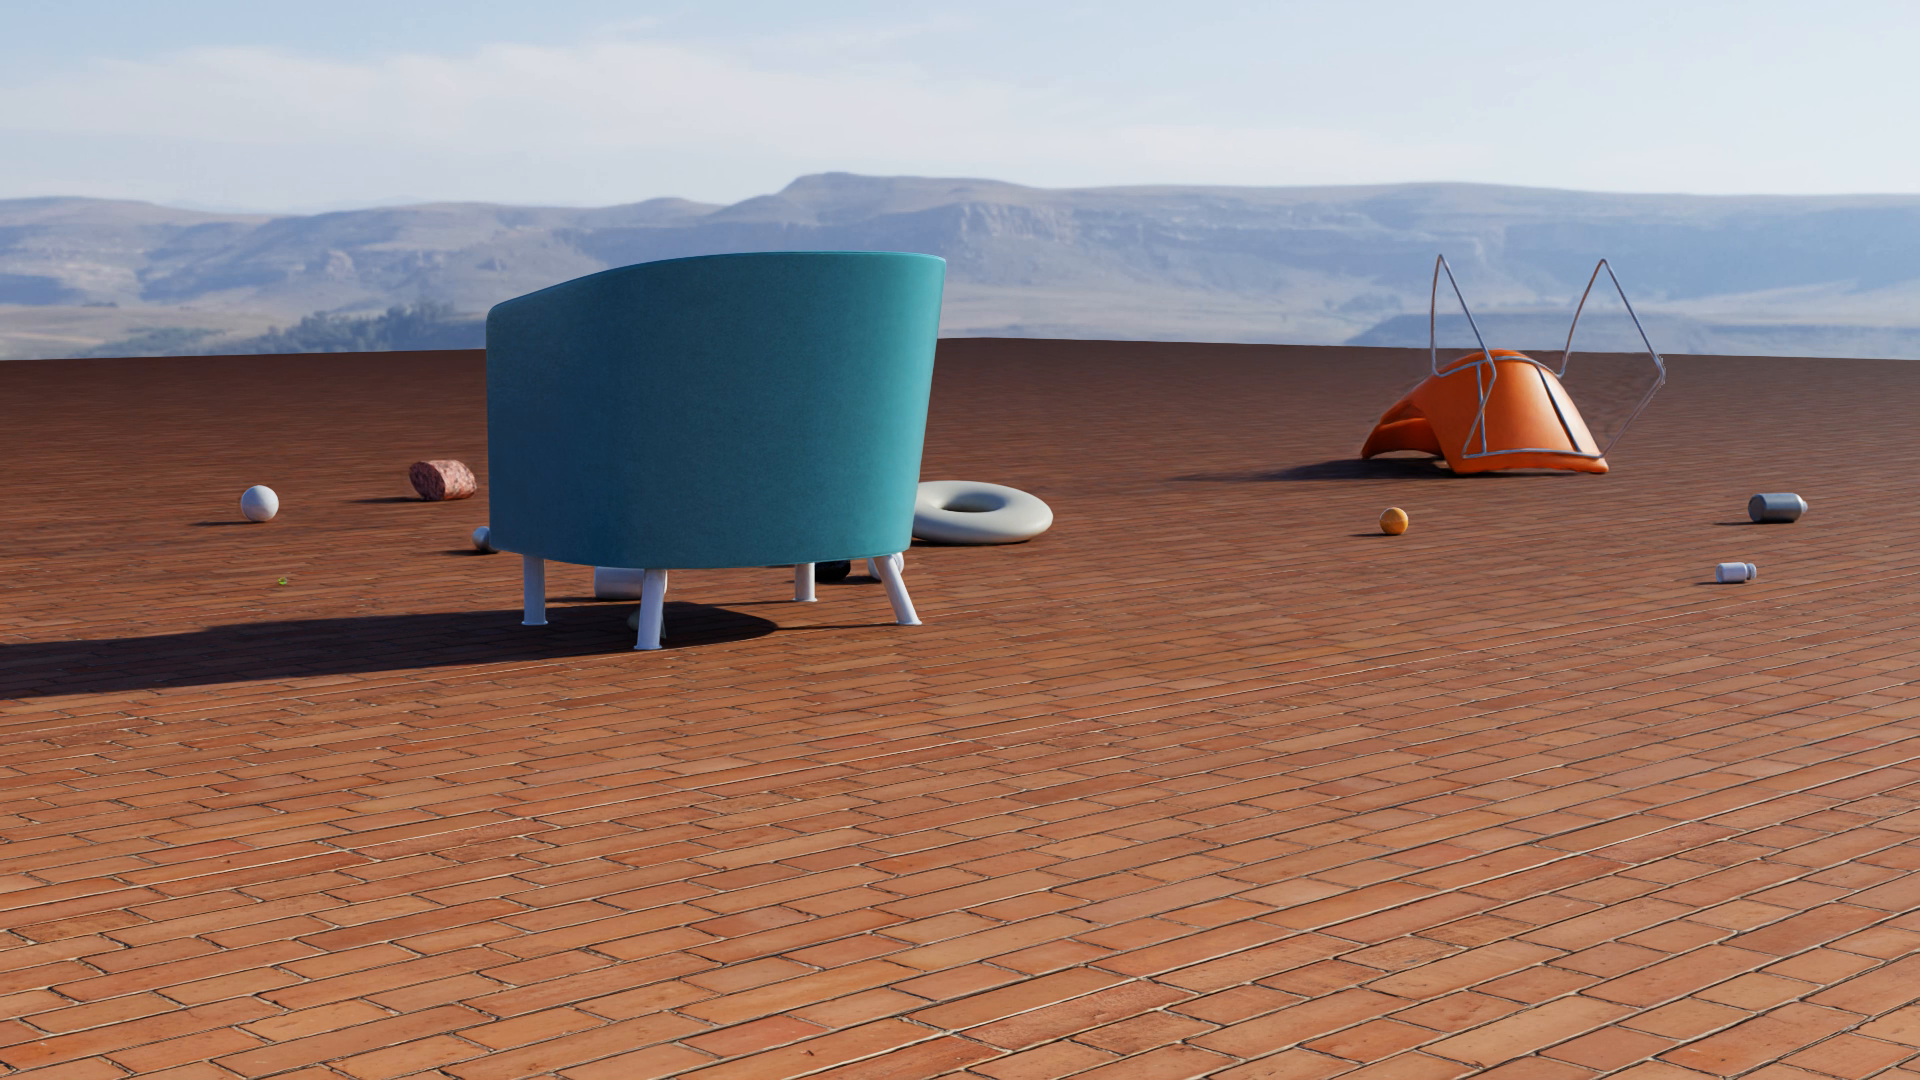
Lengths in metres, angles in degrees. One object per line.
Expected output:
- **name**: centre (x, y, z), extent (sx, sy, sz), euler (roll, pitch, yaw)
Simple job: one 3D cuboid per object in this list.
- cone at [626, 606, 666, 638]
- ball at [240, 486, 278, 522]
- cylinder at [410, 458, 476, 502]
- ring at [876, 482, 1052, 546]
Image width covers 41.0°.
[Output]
- **cone**: centre (-0.558, 0.163, 4.701), extent (0.073, 0.055, 0.086), euler (-11, 28, -31)
- **ball**: centre (-1.875, -0.097, 6.870), extent (0.099, 0.099, 0.099), euler (0, 6, 0)
- **cylinder**: centre (-1.528, -0.178, 7.579), extent (0.167, 0.104, 0.117), euler (30, 23, 31)
- **ring**: centre (0.012, -0.069, 6.466), extent (0.451, 0.073, 0.417), euler (10, 19, 22)
